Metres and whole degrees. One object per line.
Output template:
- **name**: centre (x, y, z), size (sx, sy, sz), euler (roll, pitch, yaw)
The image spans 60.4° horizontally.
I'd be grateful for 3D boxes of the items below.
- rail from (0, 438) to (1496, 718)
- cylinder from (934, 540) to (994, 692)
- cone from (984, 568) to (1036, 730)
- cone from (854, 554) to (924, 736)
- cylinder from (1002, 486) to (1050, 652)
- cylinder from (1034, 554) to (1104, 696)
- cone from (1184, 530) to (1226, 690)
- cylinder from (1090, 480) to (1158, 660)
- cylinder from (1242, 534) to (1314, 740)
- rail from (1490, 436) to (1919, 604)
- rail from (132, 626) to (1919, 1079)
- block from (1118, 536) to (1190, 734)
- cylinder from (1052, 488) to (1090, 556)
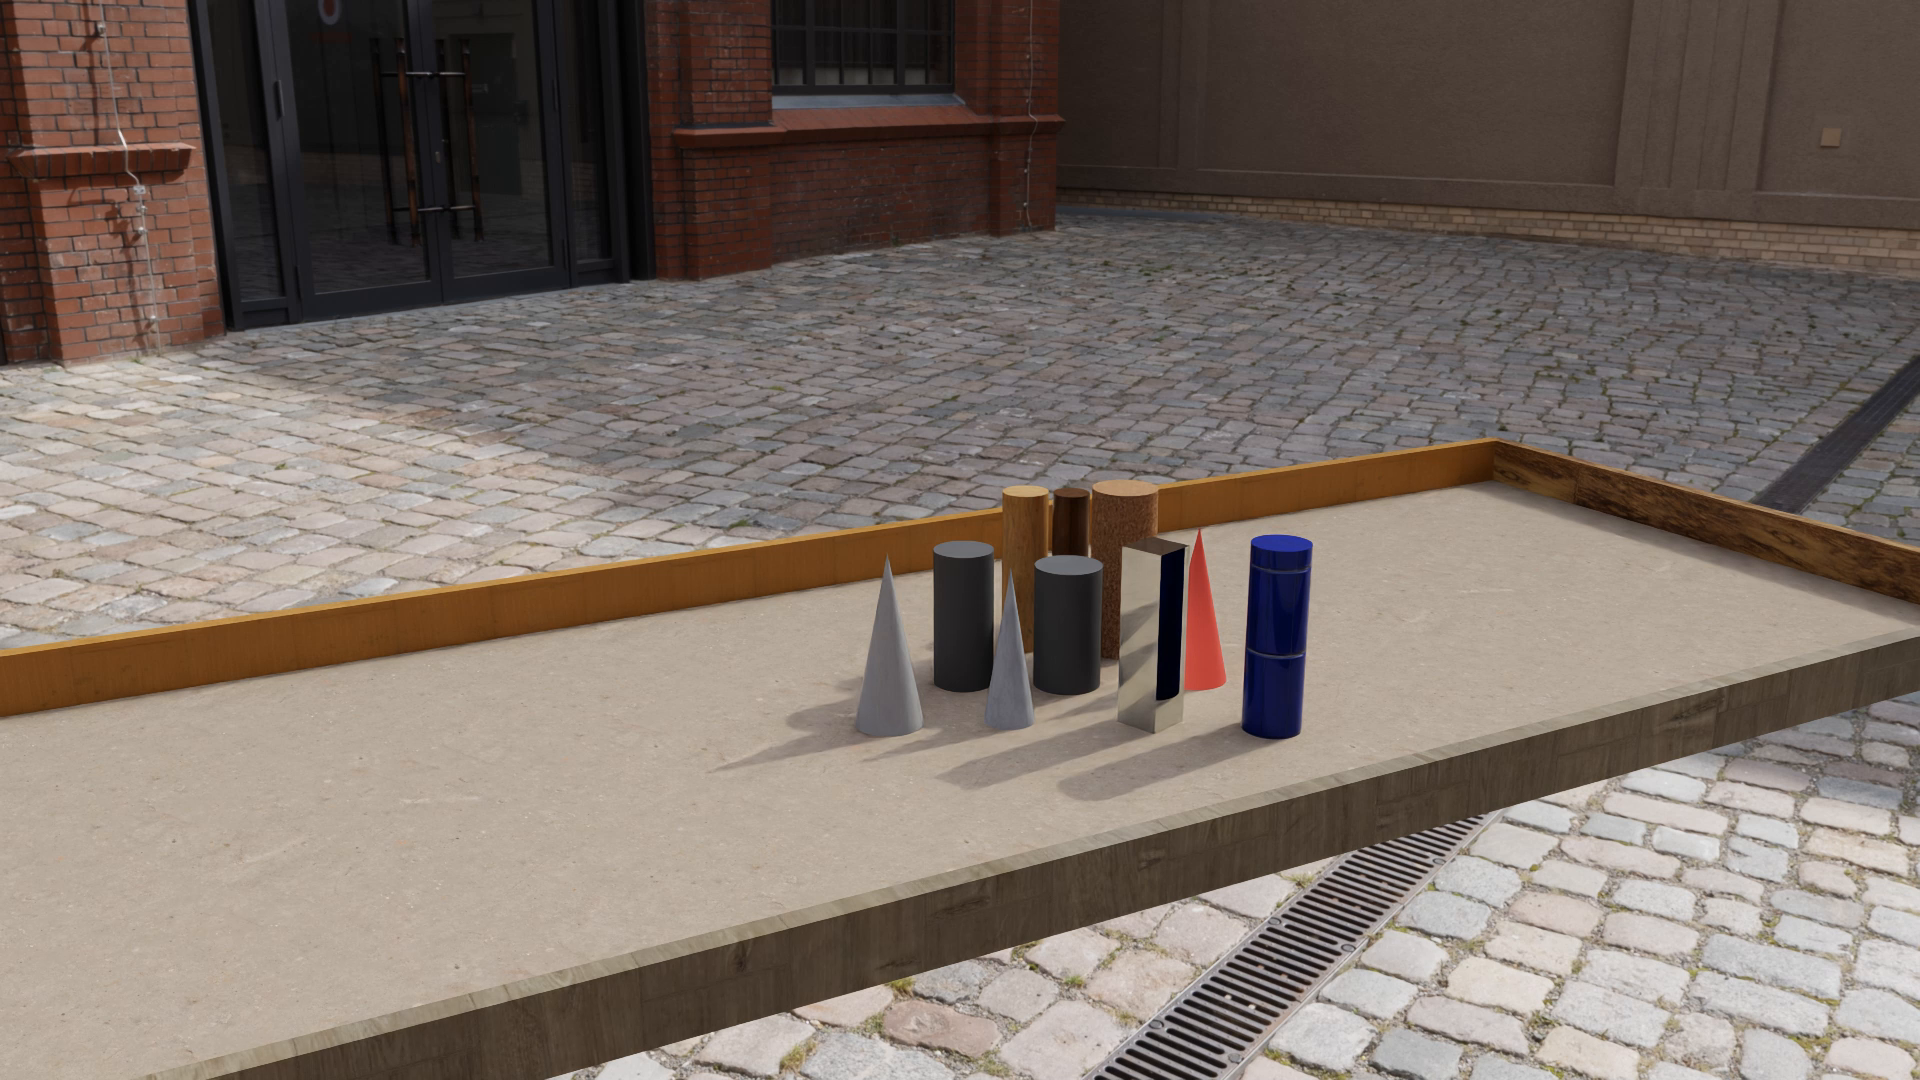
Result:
- **rail**: centre (-3.305, 0.497, 3.399), size (12.000, 0.150, 0.050), euler (-9, 18, -27)
- **cylinder**: centre (0.009, 0.189, 4.096), size (0.150, 0.347, 0.150), euler (0, 16, 0)
- **cone**: centre (0.117, 0.245, 3.851), size (0.122, 0.378, 0.122), euler (0, 16, 0)
- **cone**: centre (-0.166, 0.230, 3.828), size (0.164, 0.419, 0.164), euler (0, 16, 0)
- **cylinder**: centre (0.171, 0.076, 4.344), size (0.121, 0.424, 0.121), euler (0, 16, 0)
- **cylinder**: centre (0.267, 0.210, 4.092), size (0.168, 0.310, 0.168), euler (0, 16, 0)
- **cone**: centre (0.589, 0.158, 4.111), size (0.166, 0.399, 0.166), euler (0, 16, 0)
- **cylinder**: centre (0.427, 0.076, 4.314), size (0.171, 0.440, 0.171), euler (0, 16, 0)
- **cylinder**: centre (0.728, 0.223, 3.796), size (0.139, 0.451, 0.139), euler (0, 16, 0)
- **rail**: centre (2.466, -0.048, 5.253), size (0.050, 0.150, 2.100), euler (-9, 18, -27)
- **rail**: centre (-2.336, 1.006, 1.665), size (12.000, 0.150, 0.050), euler (-9, 18, -27)
- **block**: centre (0.449, 0.221, 3.837), size (0.110, 0.432, 0.110), euler (15, 22, 41)
- **cylinder**: centre (0.307, 0.040, 4.589), size (0.102, 0.355, 0.102), euler (0, 16, 0)
